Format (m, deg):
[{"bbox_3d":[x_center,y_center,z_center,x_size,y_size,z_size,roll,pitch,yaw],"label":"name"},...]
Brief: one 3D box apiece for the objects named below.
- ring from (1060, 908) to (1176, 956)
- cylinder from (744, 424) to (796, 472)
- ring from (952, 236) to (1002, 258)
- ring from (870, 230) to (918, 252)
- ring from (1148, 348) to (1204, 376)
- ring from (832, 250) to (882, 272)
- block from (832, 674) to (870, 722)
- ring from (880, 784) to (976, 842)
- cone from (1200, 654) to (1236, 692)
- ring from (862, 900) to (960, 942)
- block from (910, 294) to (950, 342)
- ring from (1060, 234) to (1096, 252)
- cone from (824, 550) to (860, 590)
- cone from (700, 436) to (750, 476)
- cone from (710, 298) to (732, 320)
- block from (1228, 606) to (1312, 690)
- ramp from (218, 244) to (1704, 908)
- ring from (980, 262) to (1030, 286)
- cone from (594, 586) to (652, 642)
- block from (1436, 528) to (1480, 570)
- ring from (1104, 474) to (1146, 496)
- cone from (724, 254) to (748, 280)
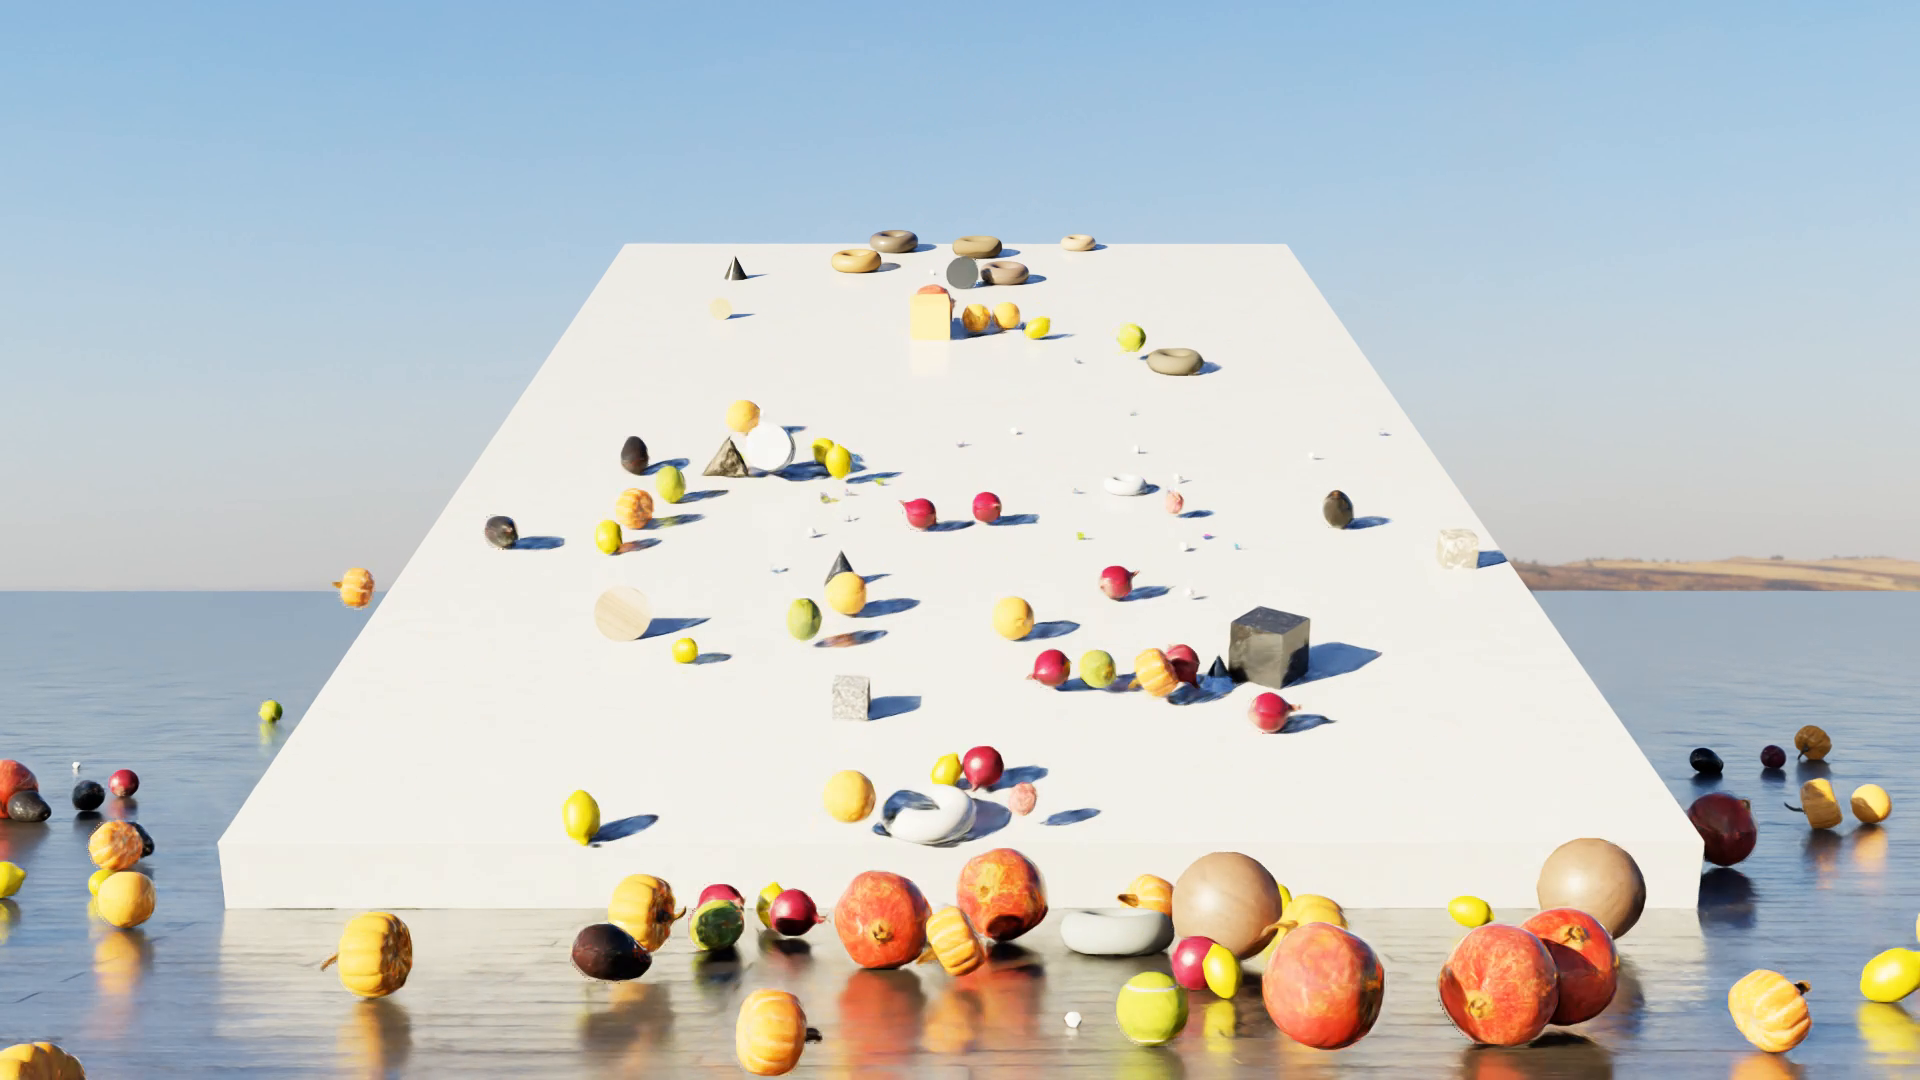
[{"bbox_3d":[0.190,0.471,2.715,0.139,0.046,0.139,0,-3,0],"label":"ring"},{"bbox_3d":[-0.383,-0.187,4.555,0.093,0.093,0.093,0,-1,3],"label":"cylinder"},{"bbox_3d":[0.051,-0.865,6.648,0.148,0.049,0.148,-1,19,0],"label":"ring"},{"bbox_3d":[-0.197,-0.891,6.721,0.148,0.049,0.148,-1,19,0],"label":"ring"},{"bbox_3d":[0.515,-0.427,5.384,0.135,0.045,0.135,0,18,0],"label":"ring"},{"bbox_3d":[-0.297,-0.801,6.460,0.146,0.049,0.146,-1,19,0],"label":"ring"},{"bbox_3d":[-0.166,0.241,3.427,0.054,0.054,0.054,1,19,3],"label":"block"},{"bbox_3d":[-0.043,0.372,3.064,0.131,0.044,0.131,-1,19,0],"label":"ring"},{"bbox_3d":[0.406,0.203,3.536,0.055,0.055,0.055,0,19,0],"label":"cone"},{"bbox_3d":[-0.061,0.476,2.820,0.124,0.041,0.124,0,-2,0],"label":"ring"},{"bbox_3d":[-0.077,-0.561,5.687,0.097,0.097,0.097,-1,19,-3],"label":"block"},{"bbox_3d":[0.354,-0.890,6.741,0.106,0.035,0.106,-1,19,0],"label":"ring"},{"bbox_3d":[-0.208,0.046,3.973,0.066,0.066,0.066,0,19,0],"label":"cone"},{"bbox_3d":[-0.490,-0.151,4.583,0.090,0.090,0.090,-28,-2,1],"label":"cone"},{"bbox_3d":[-0.628,-0.600,5.908,0.060,0.060,0.060,0,-8,-6],"label":"cone"},{"bbox_3d":[0.491,0.170,3.574,0.093,0.093,0.093,14,23,34],"label":"block"},{"bbox_3d":[-0.004,-0.197,4.936,2.000,0.100,4.000,0,19,0],"label":"ramp"},{"bbox_3d":[0.125,-0.748,6.312,0.141,0.047,0.141,1,20,0],"label":"ring"},{"bbox_3d":[-0.566,0.128,3.770,0.094,0.094,0.094,0,-8,-10],"label":"cone"},{"bbox_3d":[0.900,0.017,4.076,0.058,0.058,0.058,-1,19,-4],"label":"block"},{"bbox_3d":[0.329,-0.111,4.490,0.086,0.029,0.086,1,18,0],"label":"ring"},{"bbox_3d":[-0.633,-0.771,6.341,0.067,0.067,0.067,0,19,0],"label":"cone"}]
